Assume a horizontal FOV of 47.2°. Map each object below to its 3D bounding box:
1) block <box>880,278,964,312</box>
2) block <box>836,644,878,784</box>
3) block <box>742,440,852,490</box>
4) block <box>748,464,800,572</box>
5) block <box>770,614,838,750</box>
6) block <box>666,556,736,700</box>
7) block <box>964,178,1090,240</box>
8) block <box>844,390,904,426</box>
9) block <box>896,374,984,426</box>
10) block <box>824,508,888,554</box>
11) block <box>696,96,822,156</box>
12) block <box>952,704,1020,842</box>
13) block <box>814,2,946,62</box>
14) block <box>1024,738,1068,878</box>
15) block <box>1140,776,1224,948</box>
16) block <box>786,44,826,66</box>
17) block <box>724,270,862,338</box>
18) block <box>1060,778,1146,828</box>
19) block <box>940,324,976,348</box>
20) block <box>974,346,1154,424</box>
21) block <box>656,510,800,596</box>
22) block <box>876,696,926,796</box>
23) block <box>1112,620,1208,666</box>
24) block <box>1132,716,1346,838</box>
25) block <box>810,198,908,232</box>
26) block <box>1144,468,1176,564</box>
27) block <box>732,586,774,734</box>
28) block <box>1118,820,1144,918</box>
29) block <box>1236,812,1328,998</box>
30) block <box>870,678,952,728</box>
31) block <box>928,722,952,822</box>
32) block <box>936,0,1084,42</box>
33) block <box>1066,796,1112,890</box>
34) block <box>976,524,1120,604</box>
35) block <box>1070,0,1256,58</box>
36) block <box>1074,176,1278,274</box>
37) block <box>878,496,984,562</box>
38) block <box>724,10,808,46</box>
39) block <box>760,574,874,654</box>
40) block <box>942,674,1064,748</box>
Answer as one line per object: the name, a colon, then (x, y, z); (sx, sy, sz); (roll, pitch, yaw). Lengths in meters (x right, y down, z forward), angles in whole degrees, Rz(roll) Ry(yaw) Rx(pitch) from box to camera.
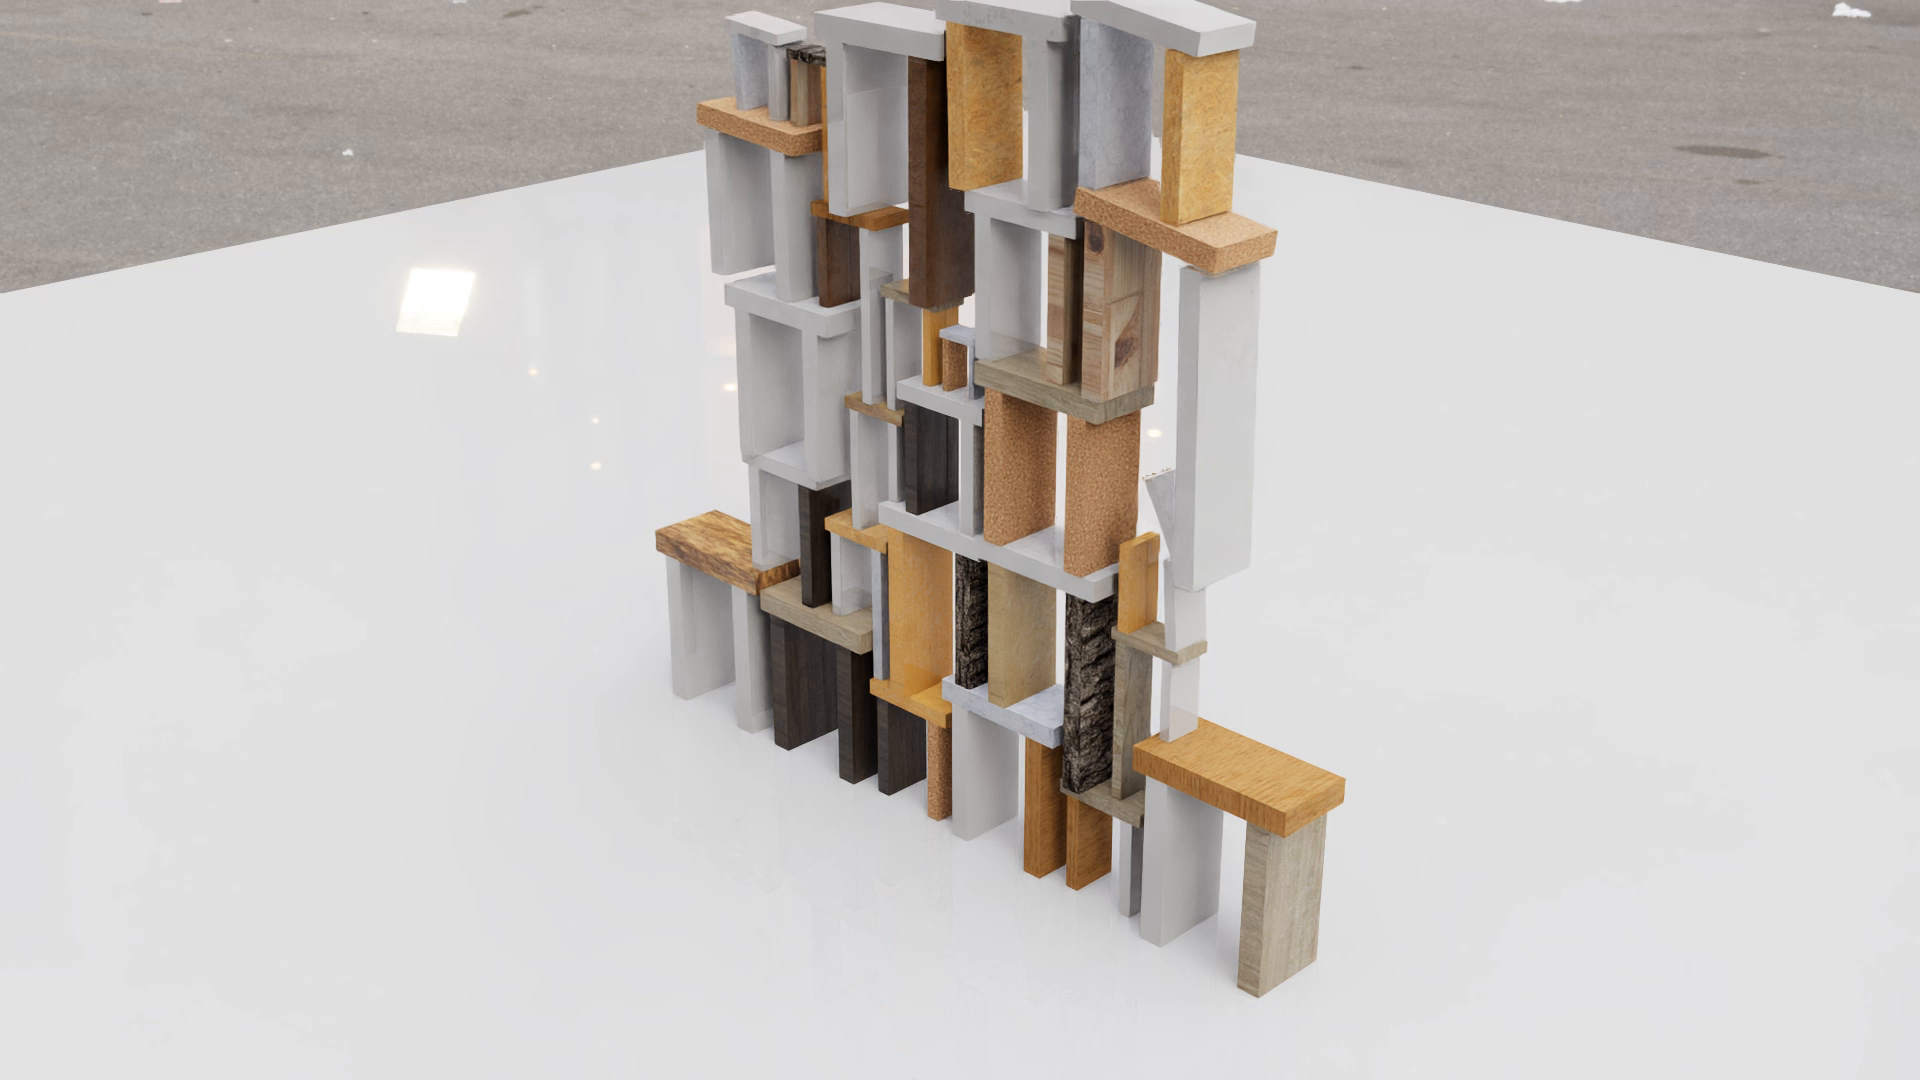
block: (-0.071, -0.458, 4.113); (0.148, 0.021, 0.074); (22, 31, 40)
block: (-0.182, 0.338, 4.568); (0.044, 0.310, 0.155); (21, 31, 41)
block: (-0.329, -0.161, 4.510); (0.232, 0.033, 0.116); (21, 31, 41)
block: (-0.384, -0.061, 4.613); (0.116, 0.232, 0.033); (-21, 31, -40)
block: (-0.328, 0.281, 4.702); (0.044, 0.310, 0.155); (21, 31, 41)
block: (-0.567, 0.173, 4.918); (0.170, 0.340, 0.048); (-21, 31, -41)
block: (0.148, -0.578, 3.819); (0.132, 0.037, 0.265); (-21, 31, -40)
block: (-0.140, -0.259, 4.264); (0.161, 0.023, 0.081); (21, 31, 41)
block: (0.000, -0.267, 4.109); (0.225, 0.032, 0.112); (21, 31, 41)
block: (-0.177, -0.021, 4.409); (0.090, 0.026, 0.181); (-21, 31, -40)
block: (-0.363, -0.810, 4.278); (0.146, 0.041, 0.292); (-21, 34, -40)
block: (0.051, 0.436, 4.357); (0.042, 0.293, 0.147); (21, 31, 41)
block: (-0.095, -0.914, 3.946); (0.321, 0.046, 0.161); (21, 31, 40)
block: (0.189, 0.490, 4.229); (0.042, 0.293, 0.147); (21, 31, 41)
block: (0.407, 0.558, 4.013); (0.048, 0.338, 0.169); (21, 31, 41)
block: (-0.260, -0.908, 4.123); (0.063, 0.018, 0.127); (-21, 32, -41)
block: (-0.309, -0.471, 4.356); (0.153, 0.043, 0.307); (-21, 31, -41)
block: (0.293, 0.473, 4.102); (0.099, 0.028, 0.198); (-21, 31, -41)
block: (0.016, -0.375, 4.044); (0.050, 0.014, 0.101); (-21, 30, -40)
block: (0.183, -0.279, 3.897); (0.148, 0.042, 0.297); (-21, 31, -40)
block: (-0.488, 0.025, 4.770); (0.170, 0.048, 0.340); (-21, 31, -40)
block: (-0.119, 0.407, 4.522); (0.031, 0.219, 0.109); (21, 31, 41)
block: (0.355, 0.177, 3.921); (0.079, 0.022, 0.157); (-21, 31, -40)
block: (0.487, 0.411, 3.865); (0.338, 0.048, 0.169); (21, 31, 41)
block: (-0.190, -0.622, 4.170); (0.177, 0.025, 0.089); (21, 31, 40)
block: (0.381, -0.038, 3.800); (0.084, 0.167, 0.024); (-21, 3, -40)
block: (-0.407, 0.235, 4.771); (0.048, 0.340, 0.170); (21, 31, 41)
block: (0.340, 0.596, 4.103); (0.099, 0.198, 0.028); (-21, 30, -41)
block: (0.567, 0.620, 3.866); (0.048, 0.338, 0.169); (21, 31, 41)
block: (-0.067, 0.312, 4.426); (0.109, 0.031, 0.219); (-21, 31, -41)
block: (-0.016, 0.447, 4.427); (0.109, 0.219, 0.031); (-21, 31, -41)
block: (0.110, -0.891, 3.716); (0.144, 0.041, 0.288); (-22, 32, -40)
block: (0.247, 0.559, 4.189); (0.099, 0.198, 0.028); (-21, 31, -41)
block: (0.185, 0.033, 4.030); (0.290, 0.041, 0.145); (21, 31, 40)
block: (0.322, -0.836, 3.512); (0.136, 0.039, 0.273); (-21, 39, -40)
block: (0.351, -0.523, 3.609); (0.153, 0.043, 0.307); (-21, 39, -40)
block: (-0.012, -0.033, 4.224); (0.276, 0.039, 0.138); (21, 31, 41)
block: (-0.371, -0.976, 4.189); (0.152, 0.022, 0.076); (26, 37, 36)
block: (-0.255, 0.147, 4.566); (0.310, 0.044, 0.155); (21, 31, 41)
block: (0.120, 0.309, 4.228); (0.147, 0.042, 0.293); (-21, 31, -41)
